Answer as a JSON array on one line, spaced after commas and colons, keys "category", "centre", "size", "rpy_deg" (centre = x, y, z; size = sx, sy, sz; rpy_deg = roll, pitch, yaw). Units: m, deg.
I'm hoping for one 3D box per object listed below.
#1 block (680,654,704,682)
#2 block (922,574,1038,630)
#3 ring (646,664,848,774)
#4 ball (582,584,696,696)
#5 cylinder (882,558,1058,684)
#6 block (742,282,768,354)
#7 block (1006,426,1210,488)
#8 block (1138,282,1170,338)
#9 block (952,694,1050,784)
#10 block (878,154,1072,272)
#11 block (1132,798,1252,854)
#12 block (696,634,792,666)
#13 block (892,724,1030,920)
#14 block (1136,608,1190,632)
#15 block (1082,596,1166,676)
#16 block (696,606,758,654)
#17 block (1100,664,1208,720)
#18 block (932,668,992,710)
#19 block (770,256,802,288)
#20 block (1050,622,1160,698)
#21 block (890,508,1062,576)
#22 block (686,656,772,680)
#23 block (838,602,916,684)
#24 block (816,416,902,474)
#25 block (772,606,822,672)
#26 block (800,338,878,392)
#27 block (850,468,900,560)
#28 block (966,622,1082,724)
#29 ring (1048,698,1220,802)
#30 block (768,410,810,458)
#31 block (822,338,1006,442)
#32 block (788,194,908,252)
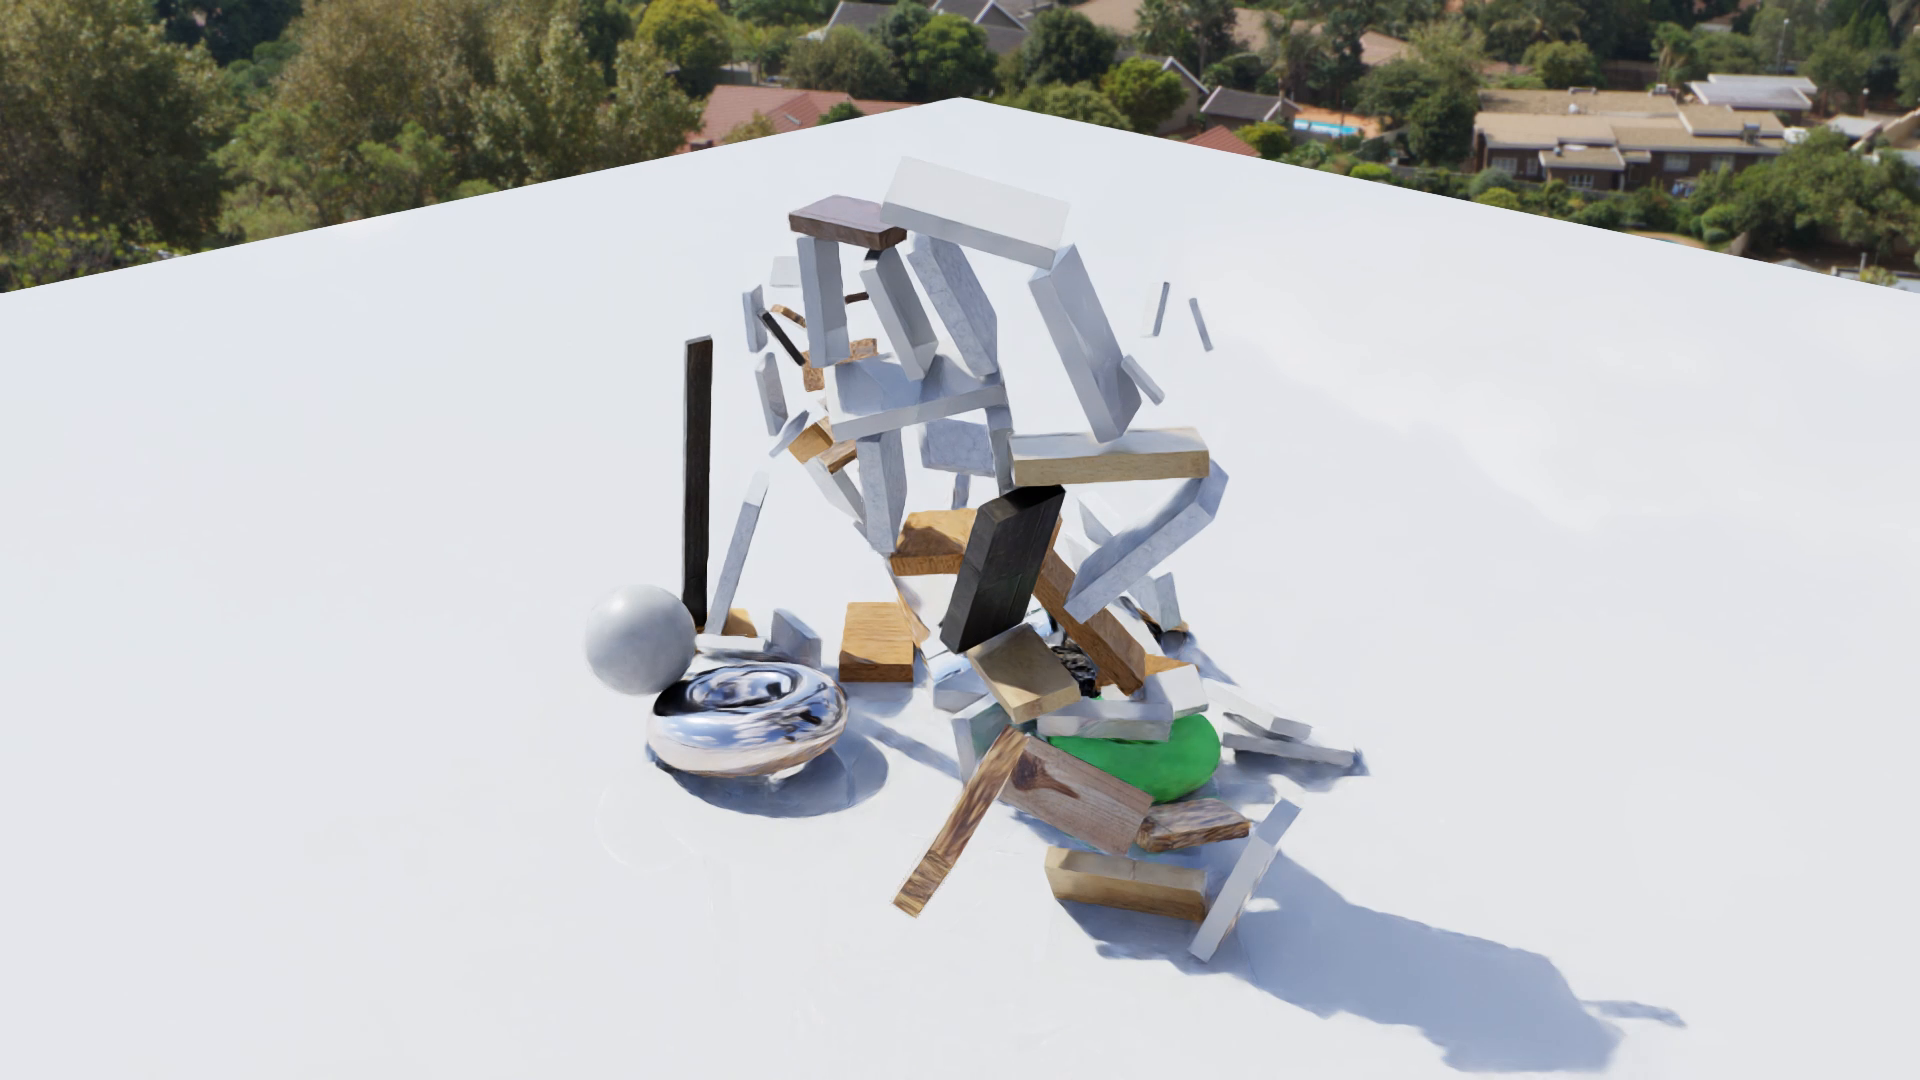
[{"category": "block", "centre": [-0.566, 0.312, 4.995], "size": [0.088, 0.025, 0.176], "rpy_deg": [-20, 30, -40]}, {"category": "block", "centre": [0.088, 0.138, 5.374], "size": [0.335, 0.047, 0.167], "rpy_deg": [19, 30, 38]}, {"category": "ring", "centre": [-0.450, 0.377, 4.657], "size": [0.428, 0.143, 0.428], "rpy_deg": [-4, 16, 1]}, {"category": "ball", "centre": [-0.685, 0.214, 4.702], "size": [0.242, 0.242, 0.242], "rpy_deg": [0, 23, 0]}, {"category": "cylinder", "centre": [0.022, 0.126, 4.867], "size": [0.296, 0.296, 0.296], "rpy_deg": [-23, 26, -4]}, {"category": "block", "centre": [-0.403, -0.437, 4.334], "size": [0.018, 0.125, 0.063], "rpy_deg": [2, 24, 17]}, {"category": "block", "centre": [0.264, -0.152, 3.958], "size": [0.346, 0.049, 0.173], "rpy_deg": [-3, 18, -2]}, {"category": "block", "centre": [0.347, -0.411, 3.924], "size": [0.014, 0.099, 0.050], "rpy_deg": [15, -4, -26]}, {"category": "block", "centre": [0.113, 0.391, 4.622], "size": [0.047, 0.165, 0.329], "rpy_deg": [2, 20, 39]}, {"category": "block", "centre": [0.028, -0.573, 3.846], "size": [0.310, 0.044, 0.155], "rpy_deg": [16, 42, 1]}, {"category": "block", "centre": [0.429, 0.547, 4.228], "size": [0.235, 0.033, 0.117], "rpy_deg": [-4, 19, -31]}, {"category": "block", "centre": [-0.493, 0.253, 4.980], "size": [0.209, 0.030, 0.104], "rpy_deg": [2, -25, 36]}, {"category": "block", "centre": [0.003, 0.415, 3.269], "size": [0.042, 0.147, 0.294], "rpy_deg": [33, 42, 2]}, {"category": "block", "centre": [0.461, 0.188, 5.241], "size": [0.155, 0.022, 0.077], "rpy_deg": [13, -7, 27]}, {"category": "block", "centre": [0.363, 0.243, 4.999], "size": [0.165, 0.047, 0.329], "rpy_deg": [2, 34, -22]}, {"category": "block", "centre": [-0.592, 0.216, 5.177], "size": [0.209, 0.030, 0.104], "rpy_deg": [-8, 40, -20]}, {"category": "block", "centre": [0.402, 0.328, 4.541], "size": [0.202, 0.029, 0.101], "rpy_deg": [-14, 53, -4]}, {"category": "block", "centre": [0.061, 0.294, 5.006], "size": [0.167, 0.047, 0.335], "rpy_deg": [6, 24, 13]}, {"category": "block", "centre": [-0.306, -0.513, 4.206], "size": [0.117, 0.058, 0.017], "rpy_deg": [5, -9, 28]}, {"category": "block", "centre": [0.316, 0.262, 5.083], "size": [0.165, 0.047, 0.329], "rpy_deg": [13, 26, 29]}, {"category": "block", "centre": [0.033, 0.000, 4.455], "size": [0.321, 0.046, 0.161], "rpy_deg": [-3, 35, 19]}, {"category": "block", "centre": [-0.517, 0.298, 4.940], "size": [0.176, 0.025, 0.088], "rpy_deg": [5, 25, 26]}, {"category": "block", "centre": [-0.189, 0.237, 5.141], "size": [0.167, 0.047, 0.335], "rpy_deg": [0, 23, 1]}, {"category": "block", "centre": [-0.212, -0.242, 4.628], "size": [0.222, 0.031, 0.111], "rpy_deg": [-34, 59, -11]}, {"category": "block", "centre": [-0.376, 0.239, 5.051], "size": [0.030, 0.104, 0.209], "rpy_deg": [-7, 21, -28]}, {"category": "block", "centre": [-0.237, -0.346, 4.352], "size": [0.156, 0.078, 0.022], "rpy_deg": [-10, -7, 18]}, {"category": "block", "centre": [-0.196, -0.055, 5.027], "size": [0.039, 0.136, 0.273], "rpy_deg": [-40, 22, 11]}, {"category": "block", "centre": [0.116, 0.246, 4.094], "size": [0.131, 0.037, 0.262], "rpy_deg": [-20, 28, -11]}, {"category": "ring", "centre": [0.362, 0.433, 4.588], "size": [0.363, 0.121, 0.363], "rpy_deg": [0, 22, 0]}, {"category": "block", "centre": [-0.348, -0.216, 4.475], "size": [0.017, 0.117, 0.059], "rpy_deg": [33, 51, -17]}, {"category": "block", "centre": [-0.087, -0.291, 4.130], "size": [0.327, 0.046, 0.163], "rpy_deg": [-13, 45, 3]}, {"category": "block", "centre": [-0.188, -0.583, 4.029], "size": [0.240, 0.034, 0.120], "rpy_deg": [19, 37, 41]}]
